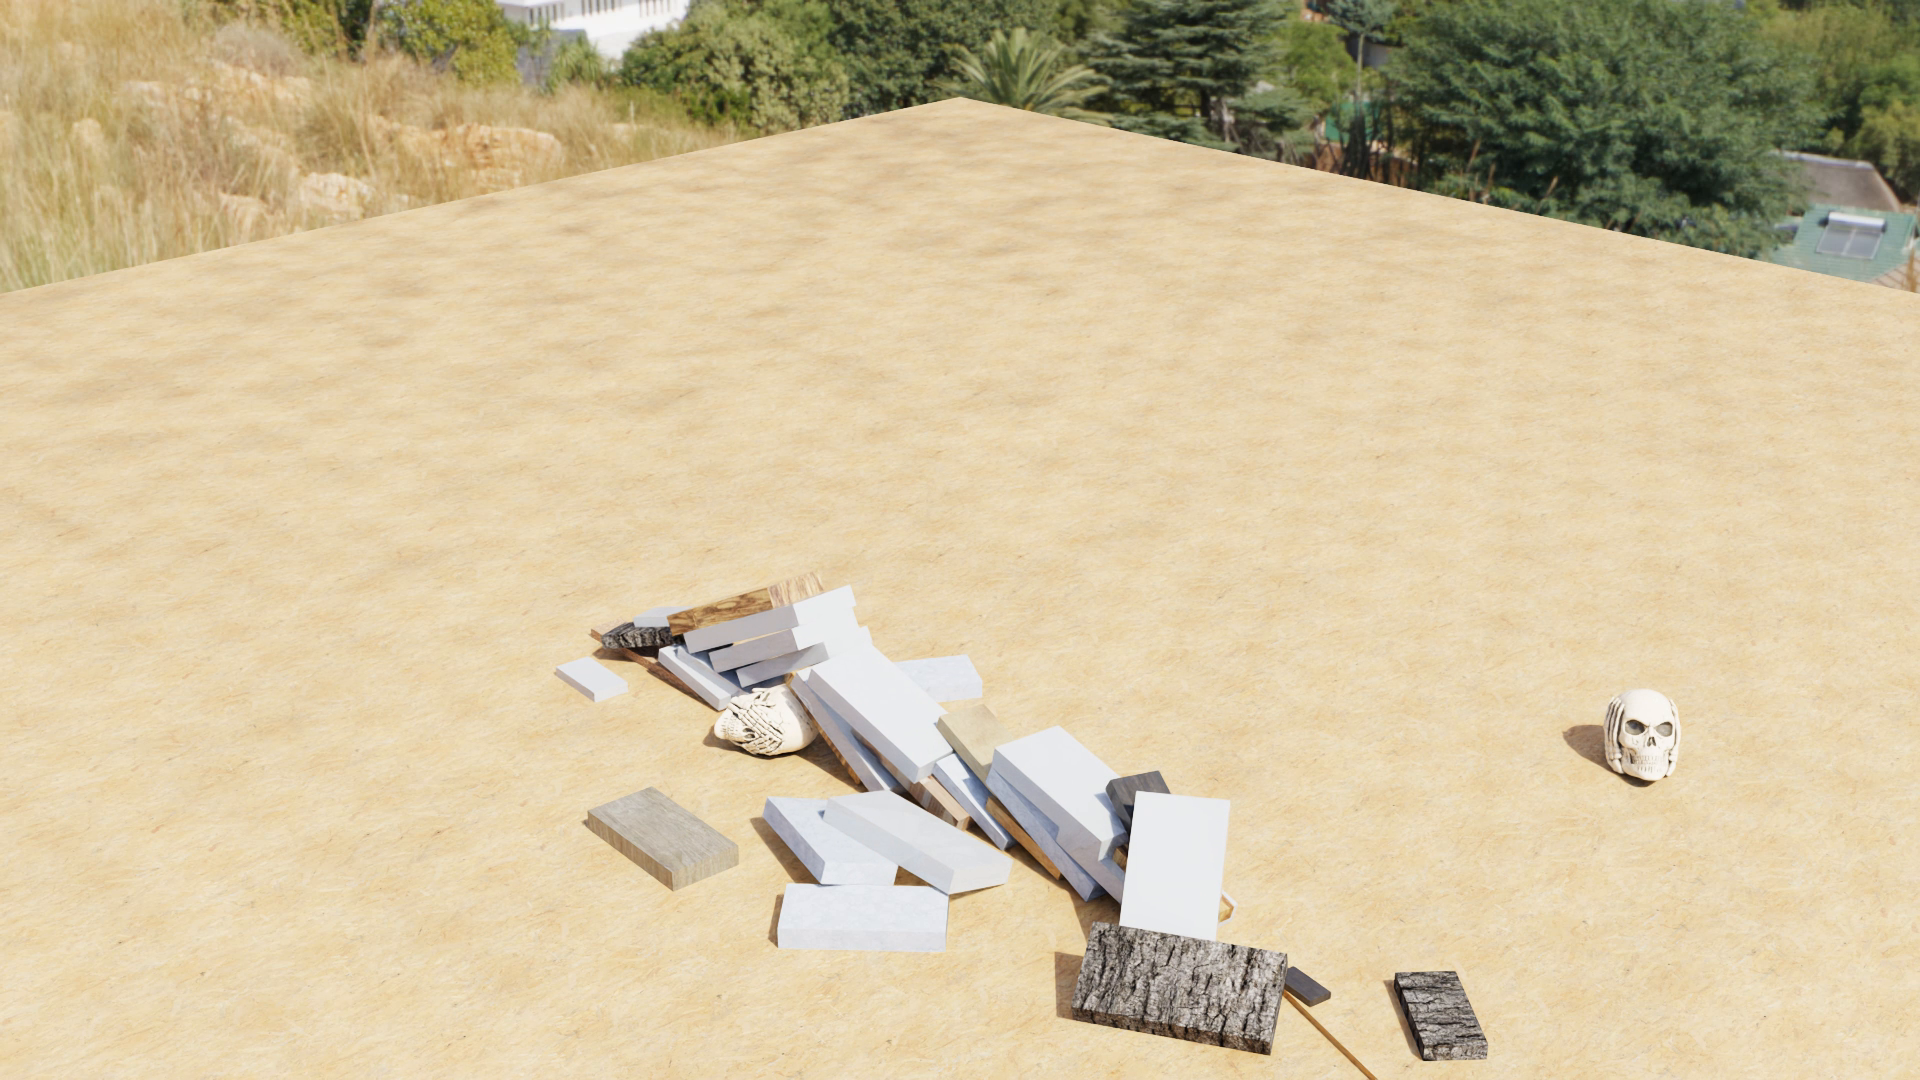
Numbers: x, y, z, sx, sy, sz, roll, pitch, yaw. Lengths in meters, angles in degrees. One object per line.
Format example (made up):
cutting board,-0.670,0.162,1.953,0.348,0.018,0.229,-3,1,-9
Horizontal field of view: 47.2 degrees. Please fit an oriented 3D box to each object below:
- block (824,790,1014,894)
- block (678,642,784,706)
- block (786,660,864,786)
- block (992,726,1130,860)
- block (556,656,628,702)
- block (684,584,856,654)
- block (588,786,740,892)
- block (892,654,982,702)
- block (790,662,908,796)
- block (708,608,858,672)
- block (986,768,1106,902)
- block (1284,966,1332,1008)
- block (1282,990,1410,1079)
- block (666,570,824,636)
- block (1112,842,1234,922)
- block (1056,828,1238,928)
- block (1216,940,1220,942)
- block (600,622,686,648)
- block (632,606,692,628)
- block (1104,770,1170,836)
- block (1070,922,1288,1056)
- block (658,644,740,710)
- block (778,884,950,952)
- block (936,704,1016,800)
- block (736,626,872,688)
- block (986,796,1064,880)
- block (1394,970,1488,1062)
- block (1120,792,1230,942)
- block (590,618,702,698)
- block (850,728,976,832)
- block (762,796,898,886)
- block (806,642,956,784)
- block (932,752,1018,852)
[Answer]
block,-0.083,0.579,4.247,0.343,0.049,0.171,24,16,38
block,-0.514,0.285,4.919,0.224,0.032,0.112,30,36,30
block,-0.231,0.377,4.640,0.141,0.040,0.283,-17,59,-38
block,0.225,0.480,4.208,0.162,0.046,0.324,-16,38,-35
block,-0.835,0.315,4.986,0.085,0.024,0.171,-18,29,-36
block,-0.420,0.175,4.816,0.167,0.047,0.401,-19,3,-44
block,-0.586,0.585,4.327,0.153,0.043,0.305,-18,29,-37
block,-0.104,0.321,4.954,0.283,0.040,0.141,-6,24,-13
block,-0.193,0.386,4.587,0.164,0.046,0.328,-19,60,-39
block,-0.386,0.219,4.788,0.167,0.047,0.334,-19,1,-40
block,0.212,0.543,4.259,0.162,0.046,0.324,-17,52,-37
block,0.600,0.784,3.861,0.049,0.014,0.097,-15,27,-31
block,0.678,0.864,3.707,0.049,0.014,0.467,-10,25,-23
block,-0.480,0.141,4.900,0.334,0.047,0.167,-16,3,40
block,0.393,0.632,4.056,0.108,0.031,0.217,-15,44,-35
block,0.348,0.623,4.121,0.162,0.046,0.324,-18,45,-37
block,0.482,0.754,3.967,0.097,0.014,0.049,21,31,40
block,-0.702,0.213,5.073,0.224,0.032,0.112,-5,12,23
block,-0.661,0.176,5.081,0.171,0.024,0.085,-3,13,32
block,0.365,0.533,4.088,0.108,0.031,0.217,-7,53,-27
block,0.379,0.770,3.790,0.343,0.049,0.171,7,51,16
block,-0.566,0.298,4.945,0.112,0.032,0.224,-19,41,-40
block,-0.176,0.697,4.063,0.305,0.043,0.153,1,23,2
block,0.061,0.423,4.416,0.112,0.032,0.224,-12,42,-33
block,-0.339,0.253,4.770,0.283,0.040,0.141,-19,0,40
block,0.165,0.566,4.304,0.112,0.032,0.224,-17,44,-37
block,0.827,0.819,3.792,0.108,0.031,0.217,-1,23,-3
block,0.383,0.629,3.953,0.171,0.049,0.347,5,62,10
block,-0.699,0.270,5.093,0.086,0.024,0.427,-20,30,-38
block,-0.055,0.453,4.487,0.164,0.046,0.328,-20,52,-39
block,-0.254,0.582,4.261,0.153,0.043,0.305,7,14,-29
block,-0.142,0.350,4.503,0.328,0.046,0.164,40,42,26
block,0.058,0.512,4.393,0.112,0.032,0.224,-21,56,-40
